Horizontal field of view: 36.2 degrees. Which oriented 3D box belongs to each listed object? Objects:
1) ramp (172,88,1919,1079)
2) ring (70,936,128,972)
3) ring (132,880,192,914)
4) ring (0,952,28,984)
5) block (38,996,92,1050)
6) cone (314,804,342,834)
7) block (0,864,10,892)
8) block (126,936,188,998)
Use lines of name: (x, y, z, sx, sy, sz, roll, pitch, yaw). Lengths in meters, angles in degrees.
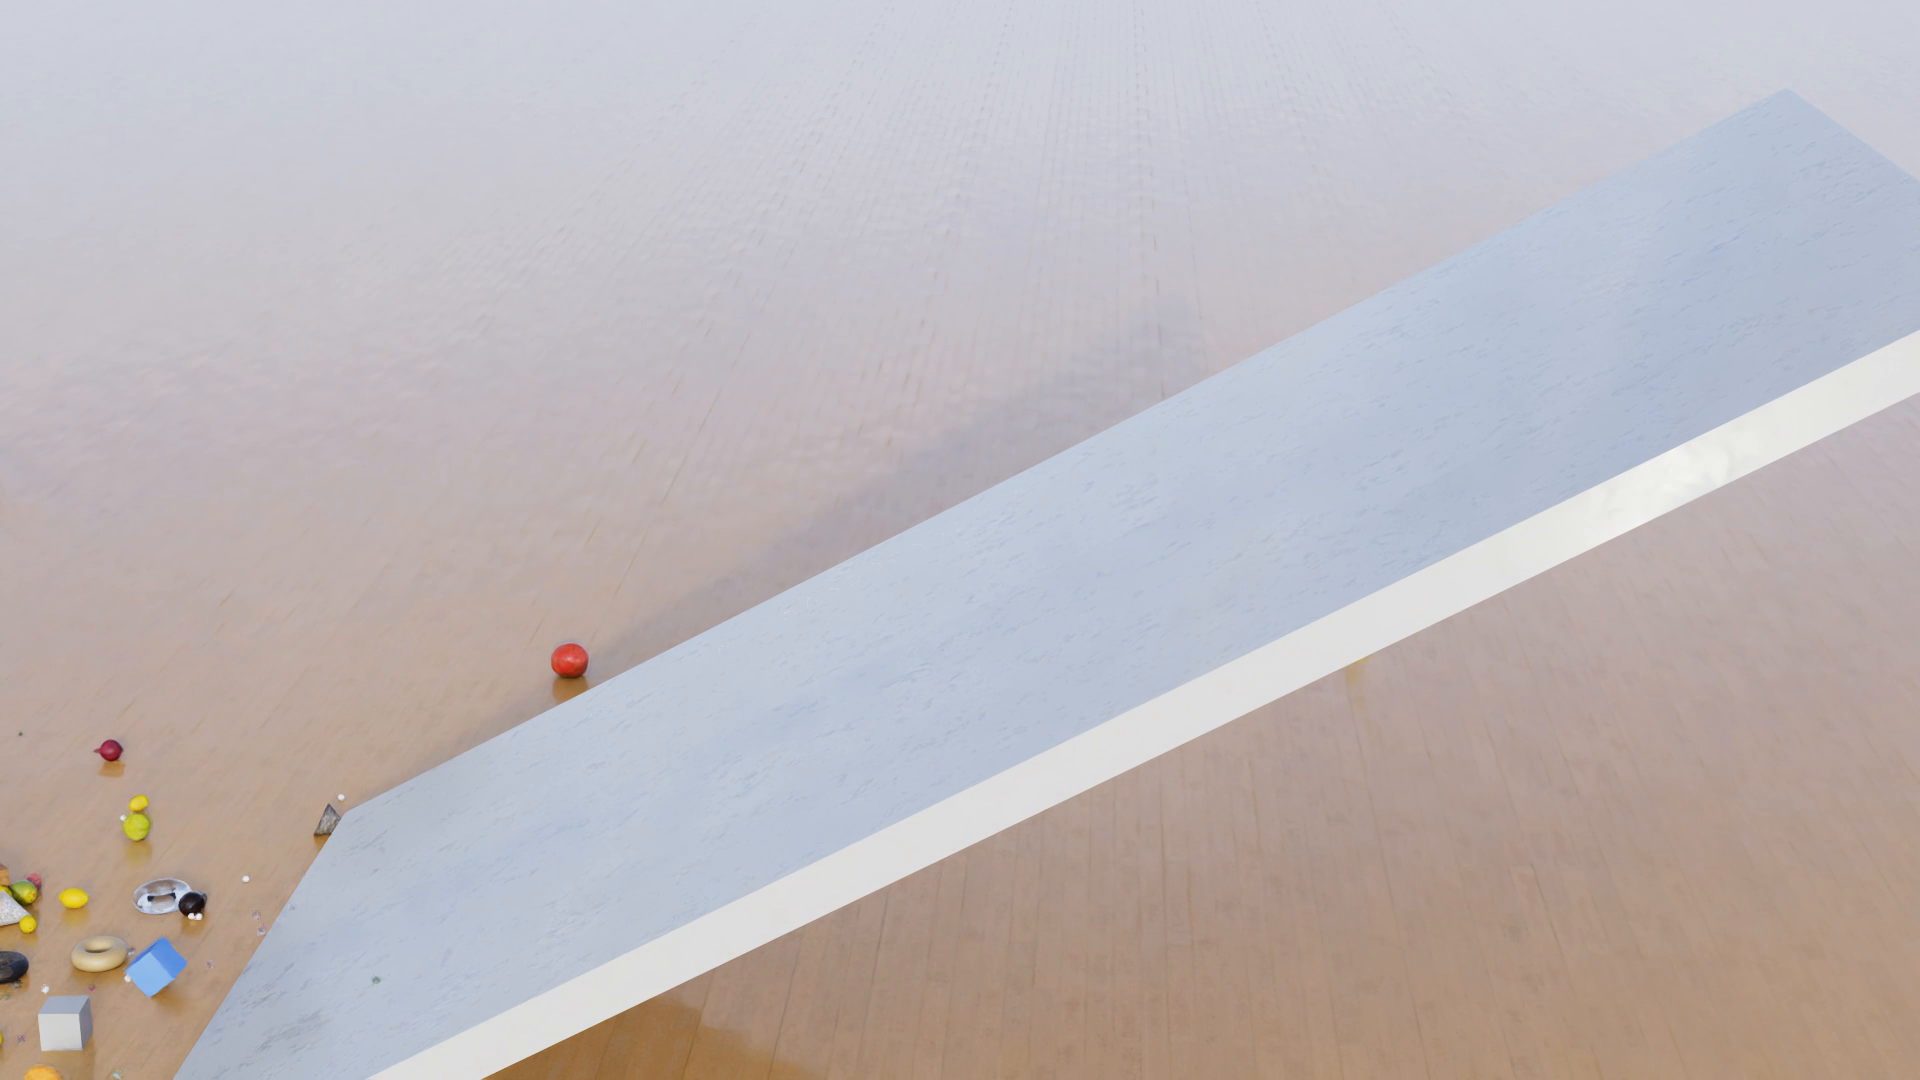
ramp: (0.141, 0.167, 6.282, 4.000, 0.100, 2.000, -27, 14, 11)
ring: (-2.033, 0.978, 6.946, 0.134, 0.045, 0.134, 0, 19, 0)
ring: (-1.968, 0.879, 7.255, 0.143, 0.048, 0.143, -1, 18, 0)
ring: (-2.242, 1.000, 6.880, 0.123, 0.041, 0.123, 0, 19, 0)
block: (-1.994, 1.077, 6.556, 0.090, 0.090, 0.090, 0, 18, -1)
cone: (-1.627, 0.747, 7.684, 0.092, 0.092, 0.092, 25, 15, -9)
block: (-2.410, 0.851, 7.272, 0.090, 0.090, 0.090, -14, 22, -38)
block: (-1.856, 0.987, 6.794, 0.084, 0.084, 0.084, -37, 10, 16)
